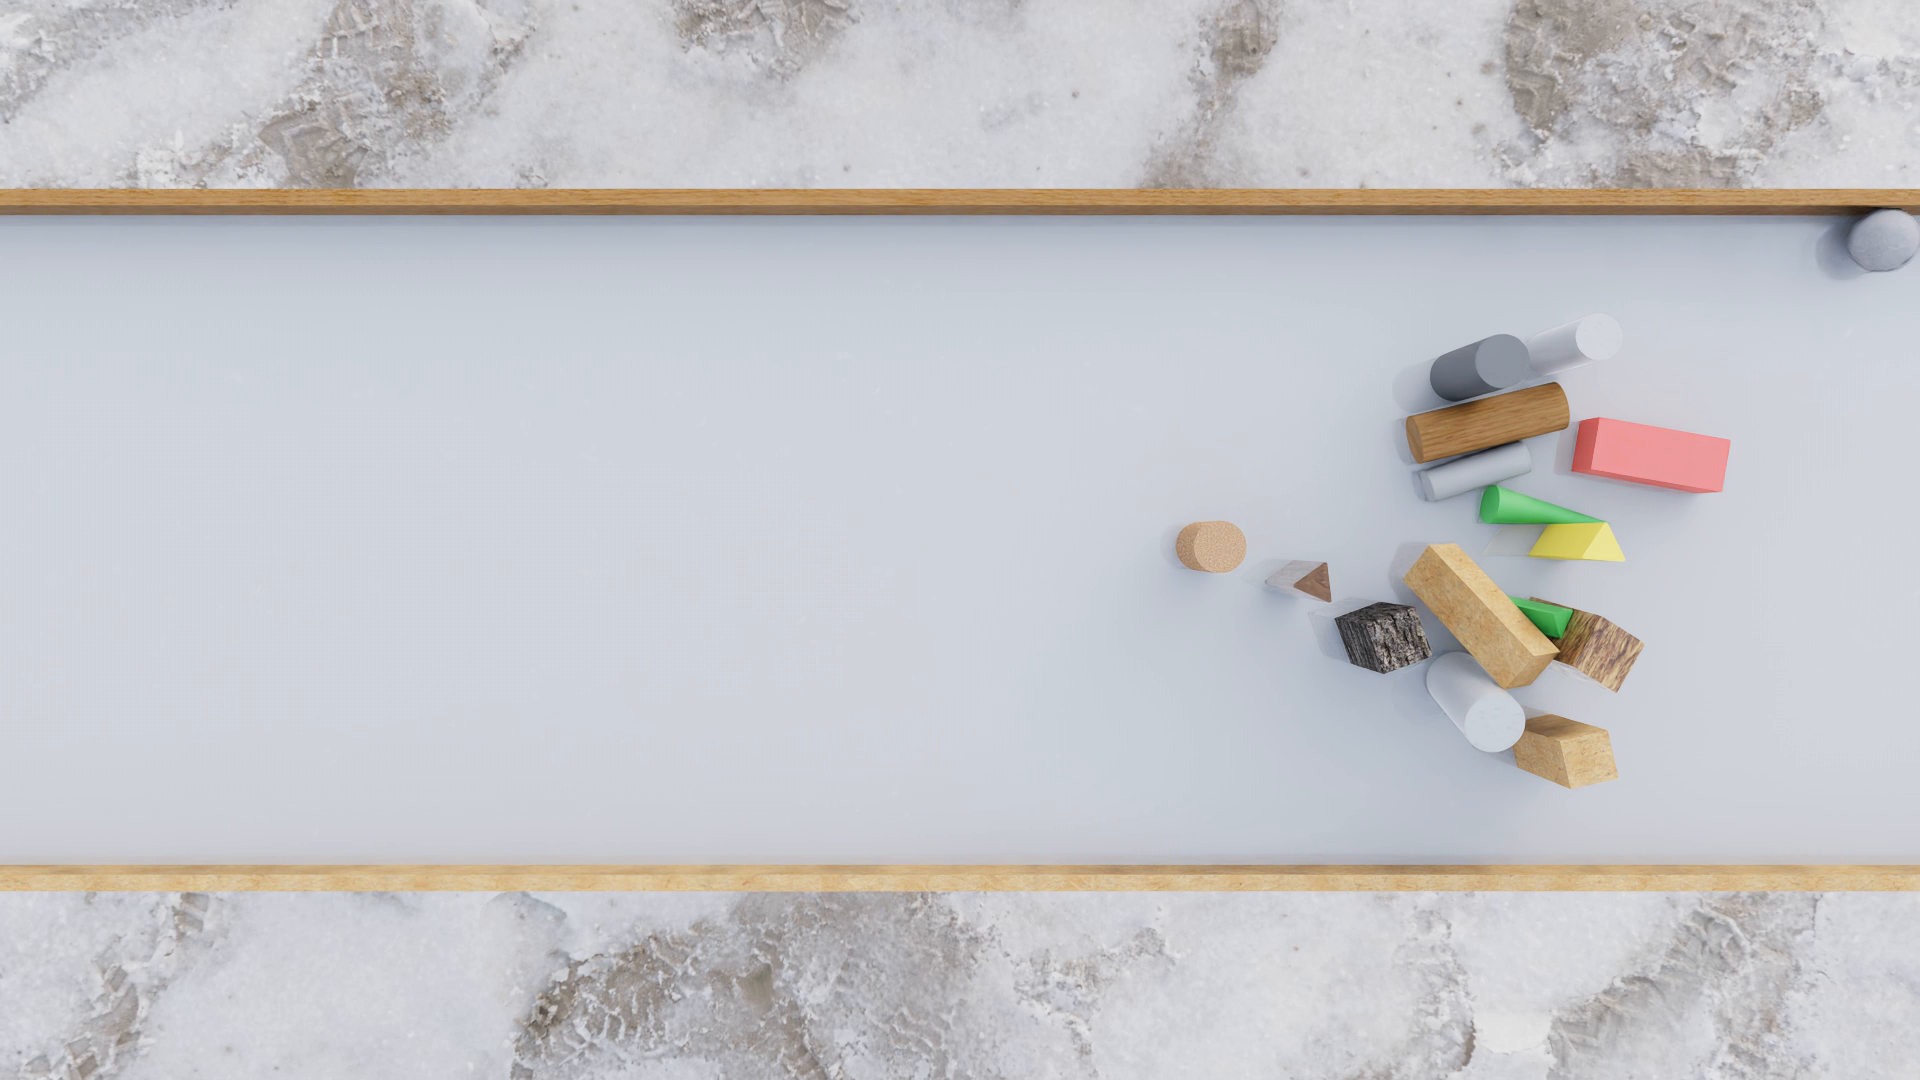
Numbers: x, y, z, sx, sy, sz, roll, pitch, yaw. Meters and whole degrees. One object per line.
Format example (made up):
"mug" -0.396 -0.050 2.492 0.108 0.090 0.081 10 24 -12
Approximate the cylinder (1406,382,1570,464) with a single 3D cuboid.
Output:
"cylinder" 1.598 -0.356 5.002 0.452 0.148 0.148 -13 90 0

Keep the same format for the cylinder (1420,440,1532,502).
"cylinder" 1.572 -0.209 5.025 0.308 0.103 0.103 -17 90 0

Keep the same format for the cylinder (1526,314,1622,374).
"cylinder" 1.806 -0.574 4.869 0.133 0.416 0.133 0 90 0

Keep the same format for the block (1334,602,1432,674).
"block" 1.247 0.285 4.878 0.149 0.396 0.149 -20 90 0

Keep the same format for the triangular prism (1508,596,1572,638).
"triangular prism" 1.662 0.201 4.924 0.078 0.335 0.091 -36 118 -24

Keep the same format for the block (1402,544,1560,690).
"block" 1.534 0.220 4.870 0.457 0.141 0.141 54 130 32

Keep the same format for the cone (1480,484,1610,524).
"cone" 1.810 -0.080 5.047 0.404 0.120 0.120 9 90 -8

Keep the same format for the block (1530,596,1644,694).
"block" 1.810 0.305 4.875 0.164 0.375 0.164 30 90 -14

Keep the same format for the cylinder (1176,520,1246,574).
"cylinder" 0.739 0.020 4.880 0.150 0.392 0.150 0 90 0

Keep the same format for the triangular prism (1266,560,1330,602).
"triangular prism" 1.008 0.108 4.851 0.113 0.450 0.098 23 90 0

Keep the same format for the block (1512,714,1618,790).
"block" 1.768 0.617 4.854 0.138 0.444 0.138 -13 90 0

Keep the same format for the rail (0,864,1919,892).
"rail" -2.247 1.025 5.001 12.000 0.150 0.050 0 90 0

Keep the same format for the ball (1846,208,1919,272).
"ball" 2.787 -0.905 4.982 0.190 0.190 0.190 0 90 0

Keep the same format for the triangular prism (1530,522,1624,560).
"triangular prism" 1.812 0.002 4.855 0.119 0.442 0.103 4 90 0

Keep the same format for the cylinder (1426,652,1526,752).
"cylinder" 1.518 0.473 4.869 0.174 0.384 0.174 0 105 0

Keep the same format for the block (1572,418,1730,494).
"block" 2.091 -0.255 4.997 0.397 0.158 0.158 10 90 0

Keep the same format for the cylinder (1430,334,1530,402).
"cylinder" 1.523 -0.503 4.853 0.153 0.446 0.153 0 90 0

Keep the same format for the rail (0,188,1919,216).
"rail" -2.247 -1.025 5.002 12.000 0.150 0.050 0 90 0
